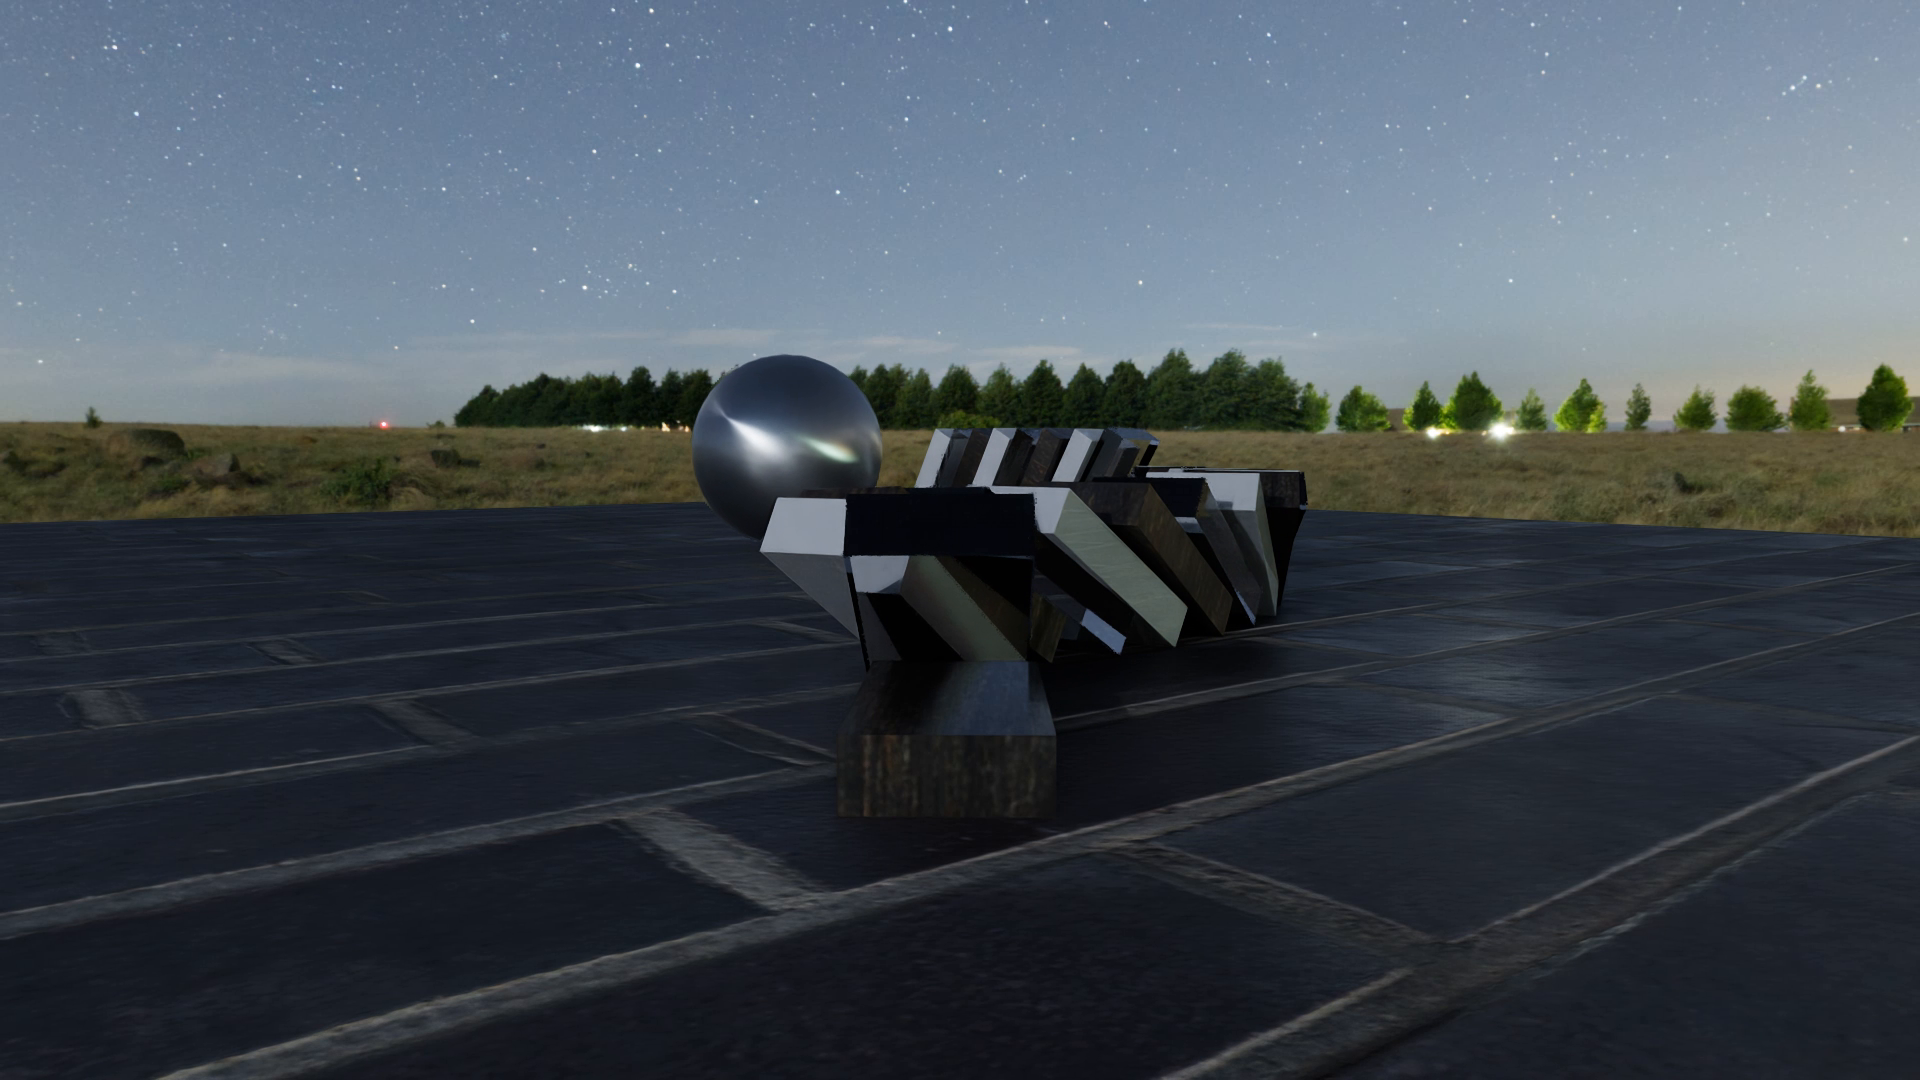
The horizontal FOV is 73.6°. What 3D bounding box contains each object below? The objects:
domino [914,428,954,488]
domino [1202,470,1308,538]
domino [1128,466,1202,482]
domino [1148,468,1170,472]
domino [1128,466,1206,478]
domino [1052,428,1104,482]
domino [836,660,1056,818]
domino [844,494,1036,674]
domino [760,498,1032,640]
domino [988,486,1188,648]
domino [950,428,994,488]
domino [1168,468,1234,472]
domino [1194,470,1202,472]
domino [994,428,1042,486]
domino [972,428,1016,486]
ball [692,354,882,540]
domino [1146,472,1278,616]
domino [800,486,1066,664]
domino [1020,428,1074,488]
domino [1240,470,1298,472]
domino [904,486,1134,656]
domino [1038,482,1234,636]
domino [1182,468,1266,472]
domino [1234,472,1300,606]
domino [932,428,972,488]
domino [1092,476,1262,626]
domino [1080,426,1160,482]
[{"bbox_3d":[-0.007,-0.023,0.547,0.025,0.050,0.009,-5,33,-47],"label":"domino"},{"bbox_3d":[0.074,-0.001,0.339,0.025,0.010,0.050,1,-29,3],"label":"domino"},{"bbox_3d":[0.069,-0.010,0.466,0.025,0.009,0.050,0,-28,-13],"label":"domino"},{"bbox_3d":[0.069,-0.007,0.430,0.025,0.010,0.050,-1,-28,-10],"label":"domino"},{"bbox_3d":[0.067,-0.008,0.447,0.025,0.009,0.050,-1,-28,-10],"label":"domino"},{"bbox_3d":[0.047,-0.020,0.509,0.025,0.050,0.009,-5,35,-47],"label":"domino"},{"bbox_3d":[-0.001,0.025,0.171,0.025,0.009,0.050,0,4,1],"label":"domino"},{"bbox_3d":[-0.002,0.010,0.191,0.025,0.010,0.050,0,-30,1],"label":"domino"},{"bbox_3d":[-0.009,0.009,0.215,0.025,0.009,0.050,2,-26,27],"label":"domino"},{"bbox_3d":[0.023,0.006,0.261,0.025,0.009,0.050,4,-26,41],"label":"domino"},{"bbox_3d":[0.009,-0.022,0.532,0.025,0.050,0.010,-5,33,-47],"label":"domino"},{"bbox_3d":[0.073,-0.006,0.412,0.025,0.009,0.050,-1,-28,-10],"label":"domino"},{"bbox_3d":[0.076,-0.003,0.375,0.025,0.010,0.050,0,-29,-5],"label":"domino"},{"bbox_3d":[0.026,-0.021,0.519,0.025,0.050,0.009,-5,33,-47],"label":"domino"},{"bbox_3d":[0.017,-0.021,0.525,0.025,0.050,0.009,-5,33,-47],"label":"domino"},{"bbox_3d":[-0.073,-0.038,0.542,0.080,0.080,0.080,0,4,0],"label":"ball"},{"bbox_3d":[0.060,0.002,0.304,0.025,0.009,0.050,2,-30,20],"label":"domino"},{"bbox_3d":[-0.005,0.007,0.235,0.025,0.009,0.050,0,-29,43],"label":"domino"},{"bbox_3d":[0.036,-0.020,0.514,0.025,0.050,0.009,-5,34,-47],"label":"domino"},{"bbox_3d":[0.076,-0.002,0.357,0.025,0.009,0.050,0,-29,-3],"label":"domino"},{"bbox_3d":[0.009,0.006,0.248,0.025,0.009,0.050,2,-27,44],"label":"domino"},{"bbox_3d":[0.037,0.005,0.274,0.025,0.009,0.050,3,-27,35],"label":"domino"},{"bbox_3d":[0.075,-0.005,0.394,0.025,0.009,0.050,-1,-29,-8],"label":"domino"},{"bbox_3d":[0.069,0.000,0.321,0.025,0.009,0.050,1,-29,9],"label":"domino"},{"bbox_3d":[0.001,-0.022,0.540,0.025,0.050,0.010,-5,33,-47],"label":"domino"},{"bbox_3d":[0.049,0.003,0.289,0.025,0.009,0.050,2,-28,30],"label":"domino"},{"bbox_3d":[0.057,-0.020,0.504,0.025,0.050,0.009,-2,33,-48],"label":"domino"}]
